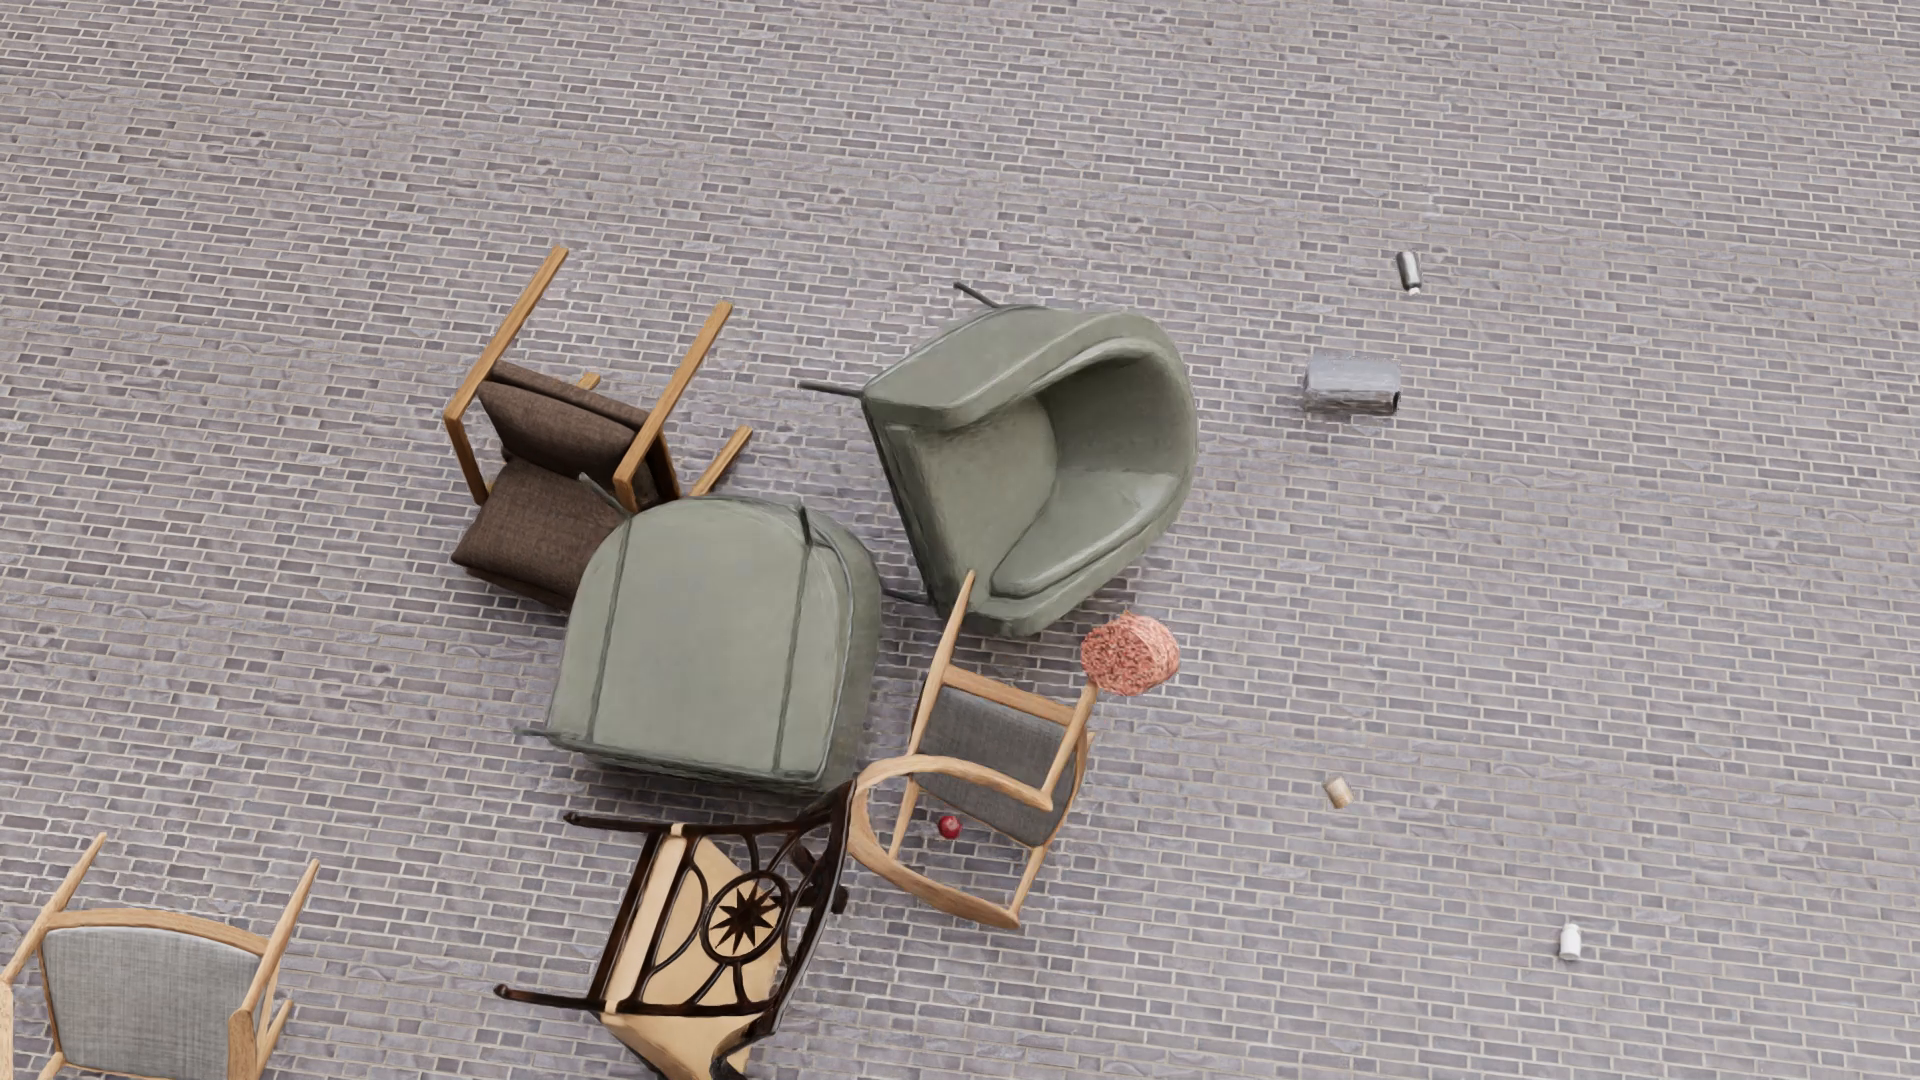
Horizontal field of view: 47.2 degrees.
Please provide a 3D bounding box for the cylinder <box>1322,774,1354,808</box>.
[{"bbox_3d":[1.022,0.680,5.949,0.056,0.057,0.072,-31,96,2],"label":"cylinder"}]

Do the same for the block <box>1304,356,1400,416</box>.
[{"bbox_3d":[1.213,-0.476,6.818,0.277,0.125,0.120,3,56,2],"label":"block"}]

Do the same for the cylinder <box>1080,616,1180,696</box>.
[{"bbox_3d":[0.428,0.291,5.552,0.235,0.184,0.105,7,18,40],"label":"cylinder"}]
